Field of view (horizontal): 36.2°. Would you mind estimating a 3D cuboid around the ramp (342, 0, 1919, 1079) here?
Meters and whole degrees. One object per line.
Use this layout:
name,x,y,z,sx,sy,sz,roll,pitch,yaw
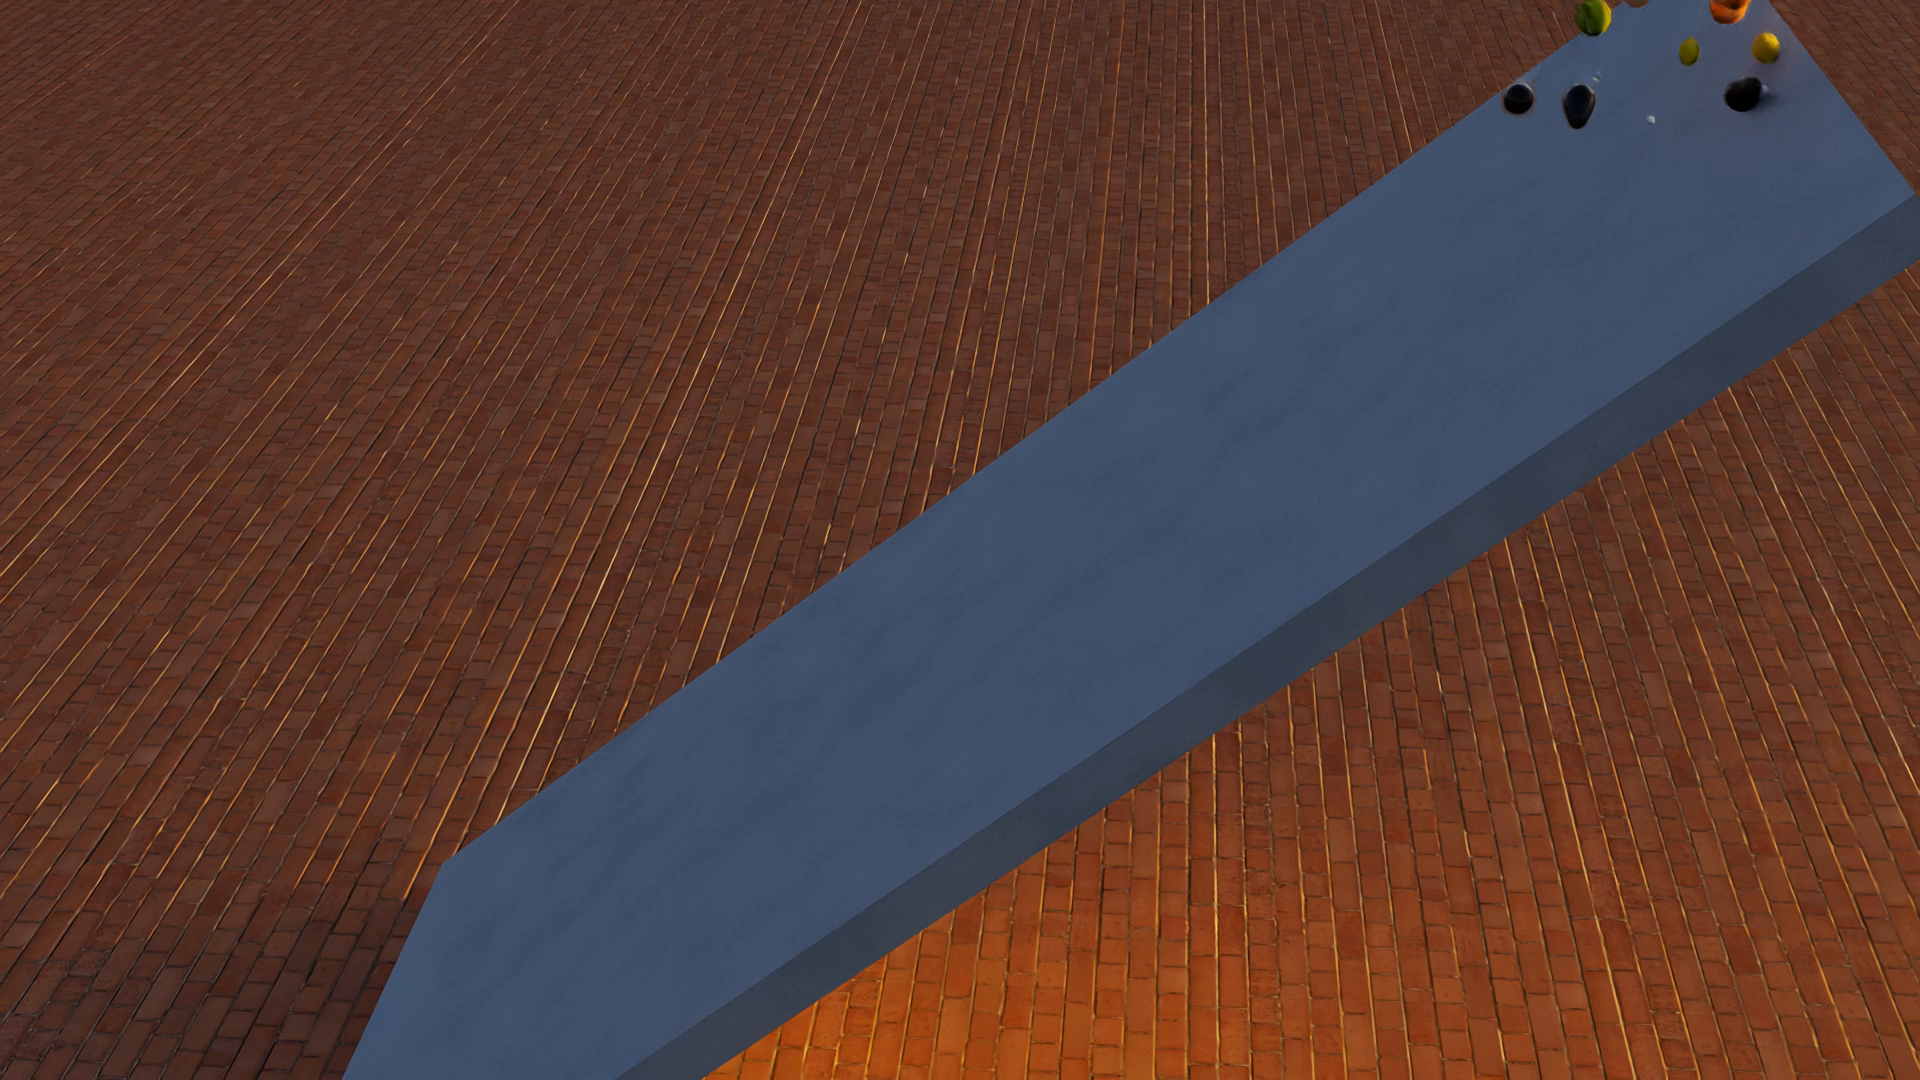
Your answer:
ramp,0.121,0.185,6.340,4.000,0.100,2.000,-36,16,18
